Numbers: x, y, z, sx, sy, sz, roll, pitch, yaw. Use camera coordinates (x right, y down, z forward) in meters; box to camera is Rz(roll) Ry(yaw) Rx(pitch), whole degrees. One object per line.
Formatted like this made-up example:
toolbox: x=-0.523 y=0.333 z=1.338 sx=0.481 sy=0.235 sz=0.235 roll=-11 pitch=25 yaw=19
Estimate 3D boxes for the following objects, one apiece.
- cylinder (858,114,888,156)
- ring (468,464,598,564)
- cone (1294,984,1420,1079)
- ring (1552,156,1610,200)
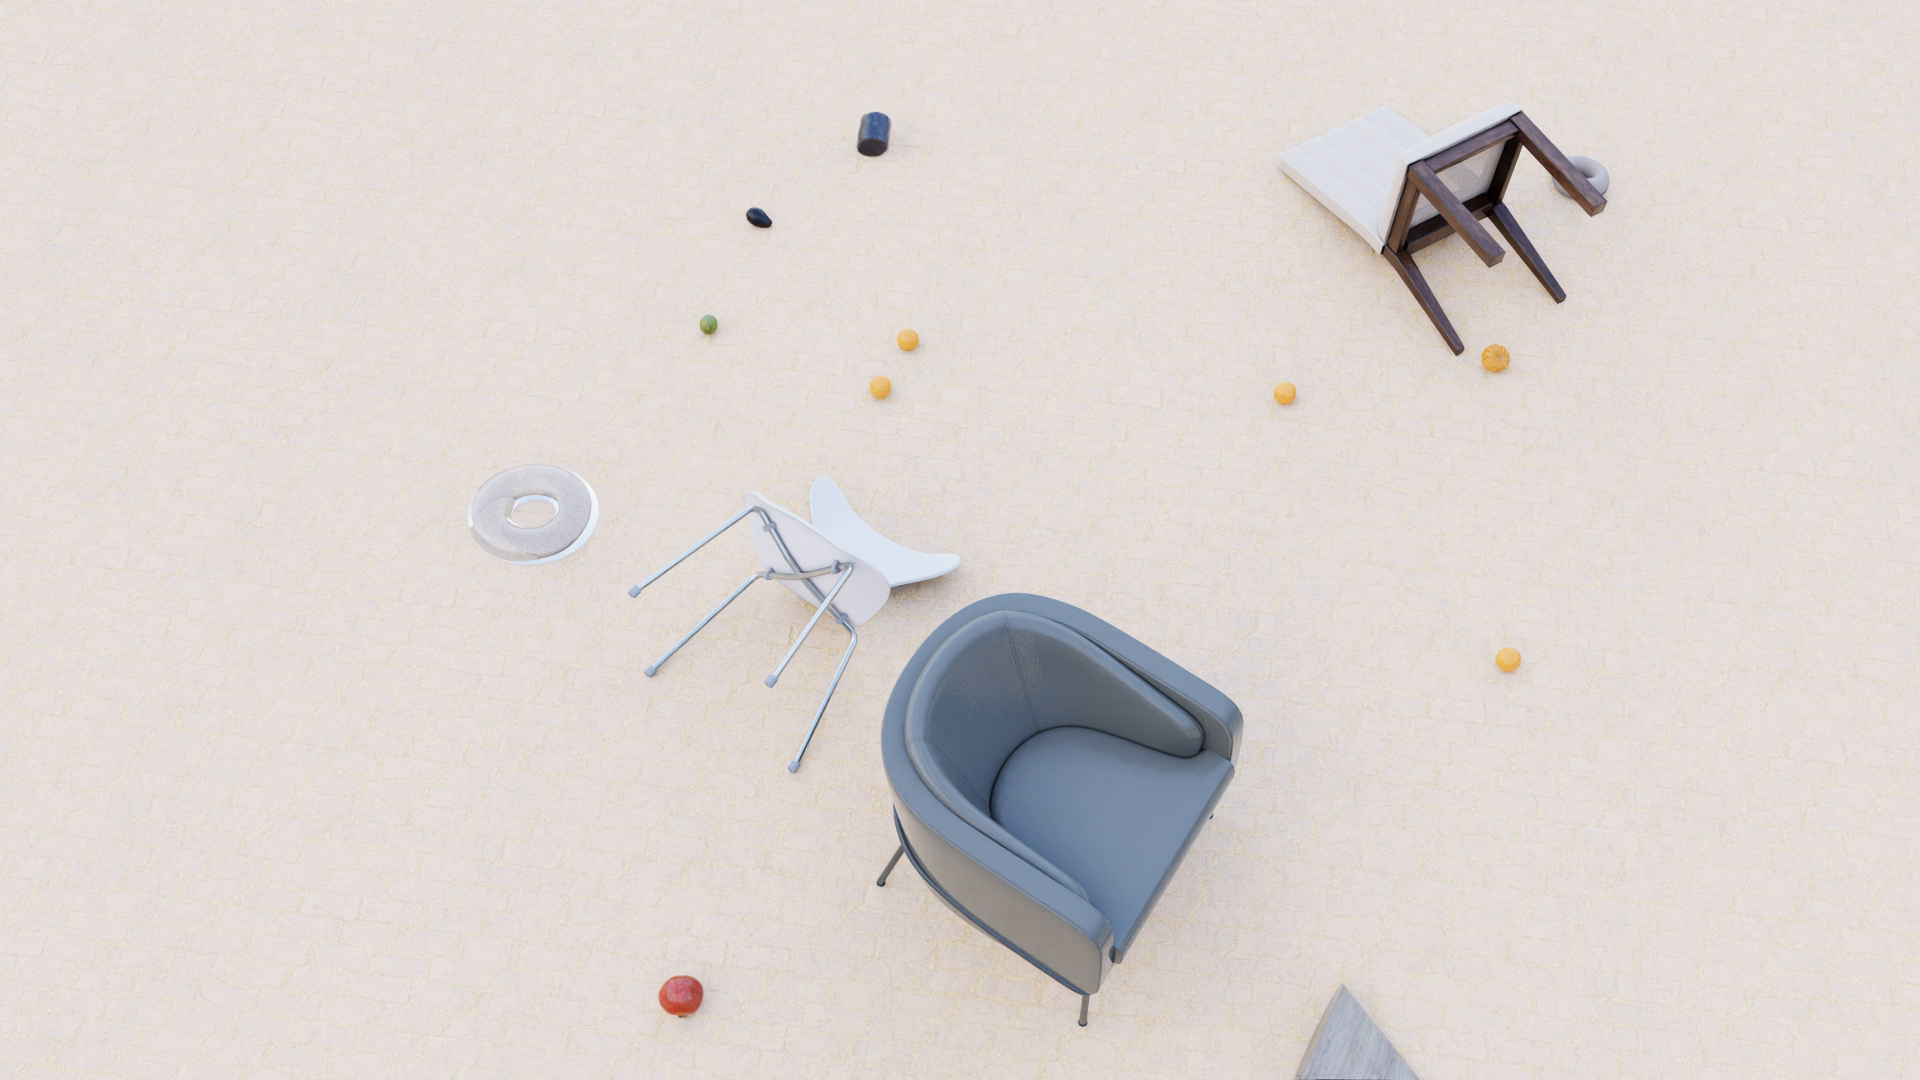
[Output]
cylinder: x=-0.293 y=-1.373 z=7.443 sx=0.105 sy=0.086 sz=0.121 roll=-19 pitch=40 yaw=14
ring: x=-1.275 y=-0.079 z=6.568 sx=0.394 sy=0.099 sz=0.348 roll=1 pitch=57 yaw=2
cone: x=1.071 y=1.353 z=5.627 sx=0.351 sy=0.131 sz=0.315 roll=29 pitch=59 yaw=6
ring: x=2.067 y=-1.205 z=7.325 sx=0.190 sy=0.098 sz=0.142 roll=21 pitch=61 yaw=15
